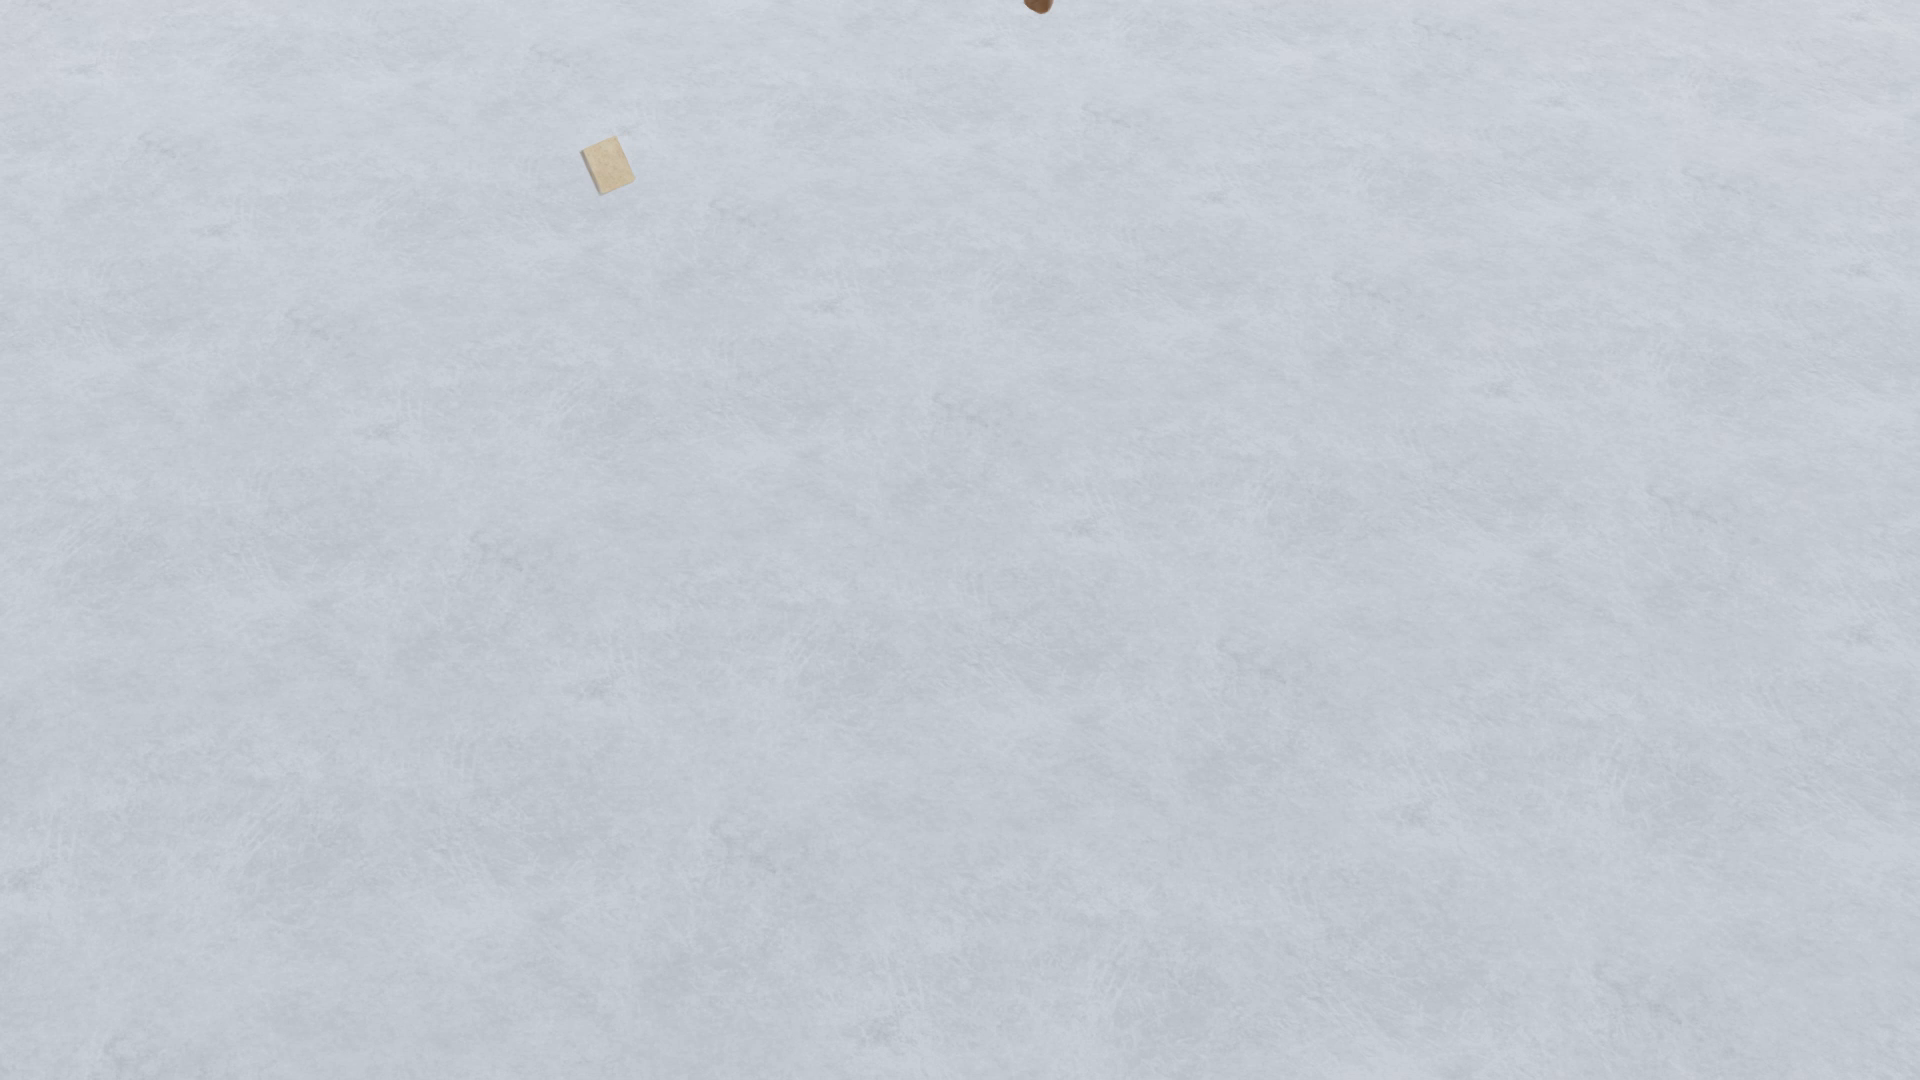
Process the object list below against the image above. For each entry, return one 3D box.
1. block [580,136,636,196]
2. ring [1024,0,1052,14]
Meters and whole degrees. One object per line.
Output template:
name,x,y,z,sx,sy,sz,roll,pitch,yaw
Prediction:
block,-1.057,-1.122,8.797,0.109,0.145,0.076,-26,8,-13
ring,0.266,-1.925,10.302,0.165,0.160,0.020,36,52,27
